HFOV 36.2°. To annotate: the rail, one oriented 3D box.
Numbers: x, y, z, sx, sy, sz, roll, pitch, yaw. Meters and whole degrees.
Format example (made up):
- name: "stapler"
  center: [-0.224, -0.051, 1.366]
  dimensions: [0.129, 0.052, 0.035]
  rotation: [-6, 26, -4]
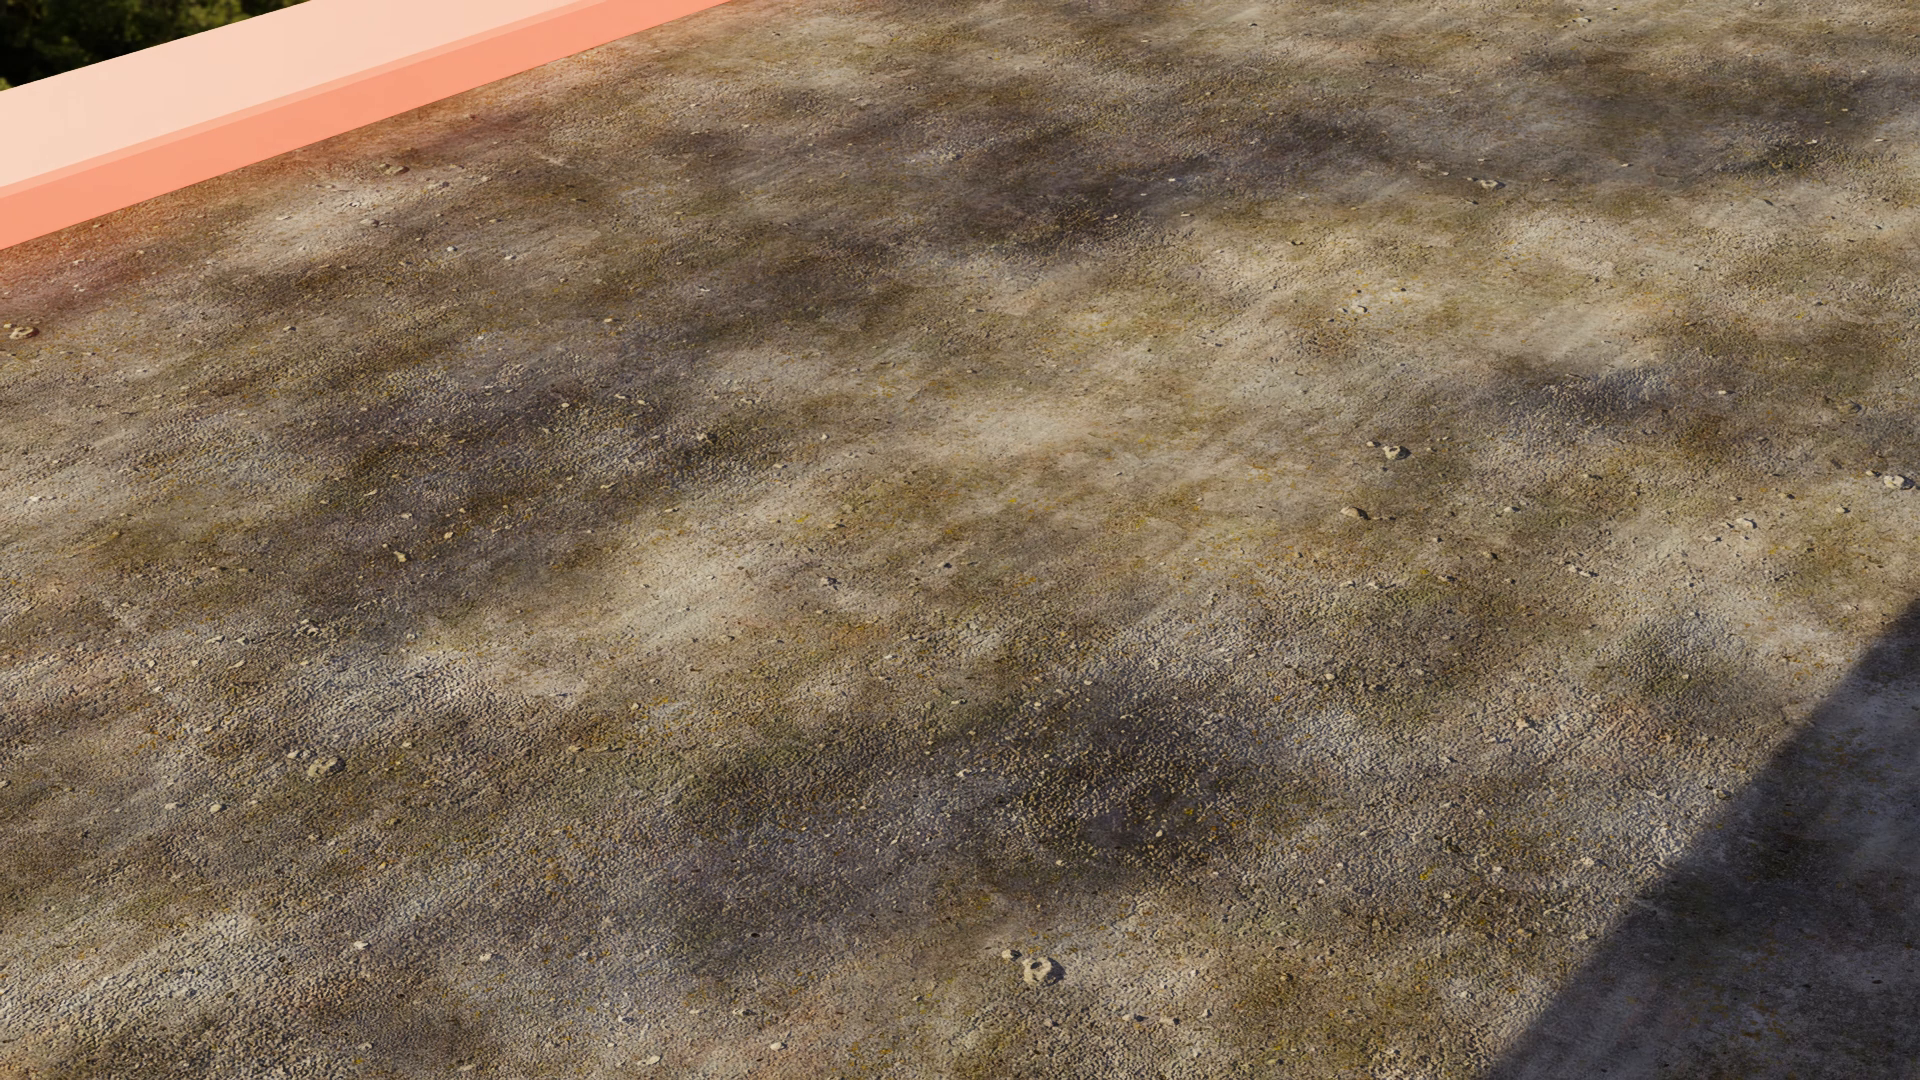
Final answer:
- name: "rail"
  center: [-0.252, -0.596, 2.988]
  dimensions: [0.045, 0.125, 3.755]
  rotation: [17, 30, 31]
